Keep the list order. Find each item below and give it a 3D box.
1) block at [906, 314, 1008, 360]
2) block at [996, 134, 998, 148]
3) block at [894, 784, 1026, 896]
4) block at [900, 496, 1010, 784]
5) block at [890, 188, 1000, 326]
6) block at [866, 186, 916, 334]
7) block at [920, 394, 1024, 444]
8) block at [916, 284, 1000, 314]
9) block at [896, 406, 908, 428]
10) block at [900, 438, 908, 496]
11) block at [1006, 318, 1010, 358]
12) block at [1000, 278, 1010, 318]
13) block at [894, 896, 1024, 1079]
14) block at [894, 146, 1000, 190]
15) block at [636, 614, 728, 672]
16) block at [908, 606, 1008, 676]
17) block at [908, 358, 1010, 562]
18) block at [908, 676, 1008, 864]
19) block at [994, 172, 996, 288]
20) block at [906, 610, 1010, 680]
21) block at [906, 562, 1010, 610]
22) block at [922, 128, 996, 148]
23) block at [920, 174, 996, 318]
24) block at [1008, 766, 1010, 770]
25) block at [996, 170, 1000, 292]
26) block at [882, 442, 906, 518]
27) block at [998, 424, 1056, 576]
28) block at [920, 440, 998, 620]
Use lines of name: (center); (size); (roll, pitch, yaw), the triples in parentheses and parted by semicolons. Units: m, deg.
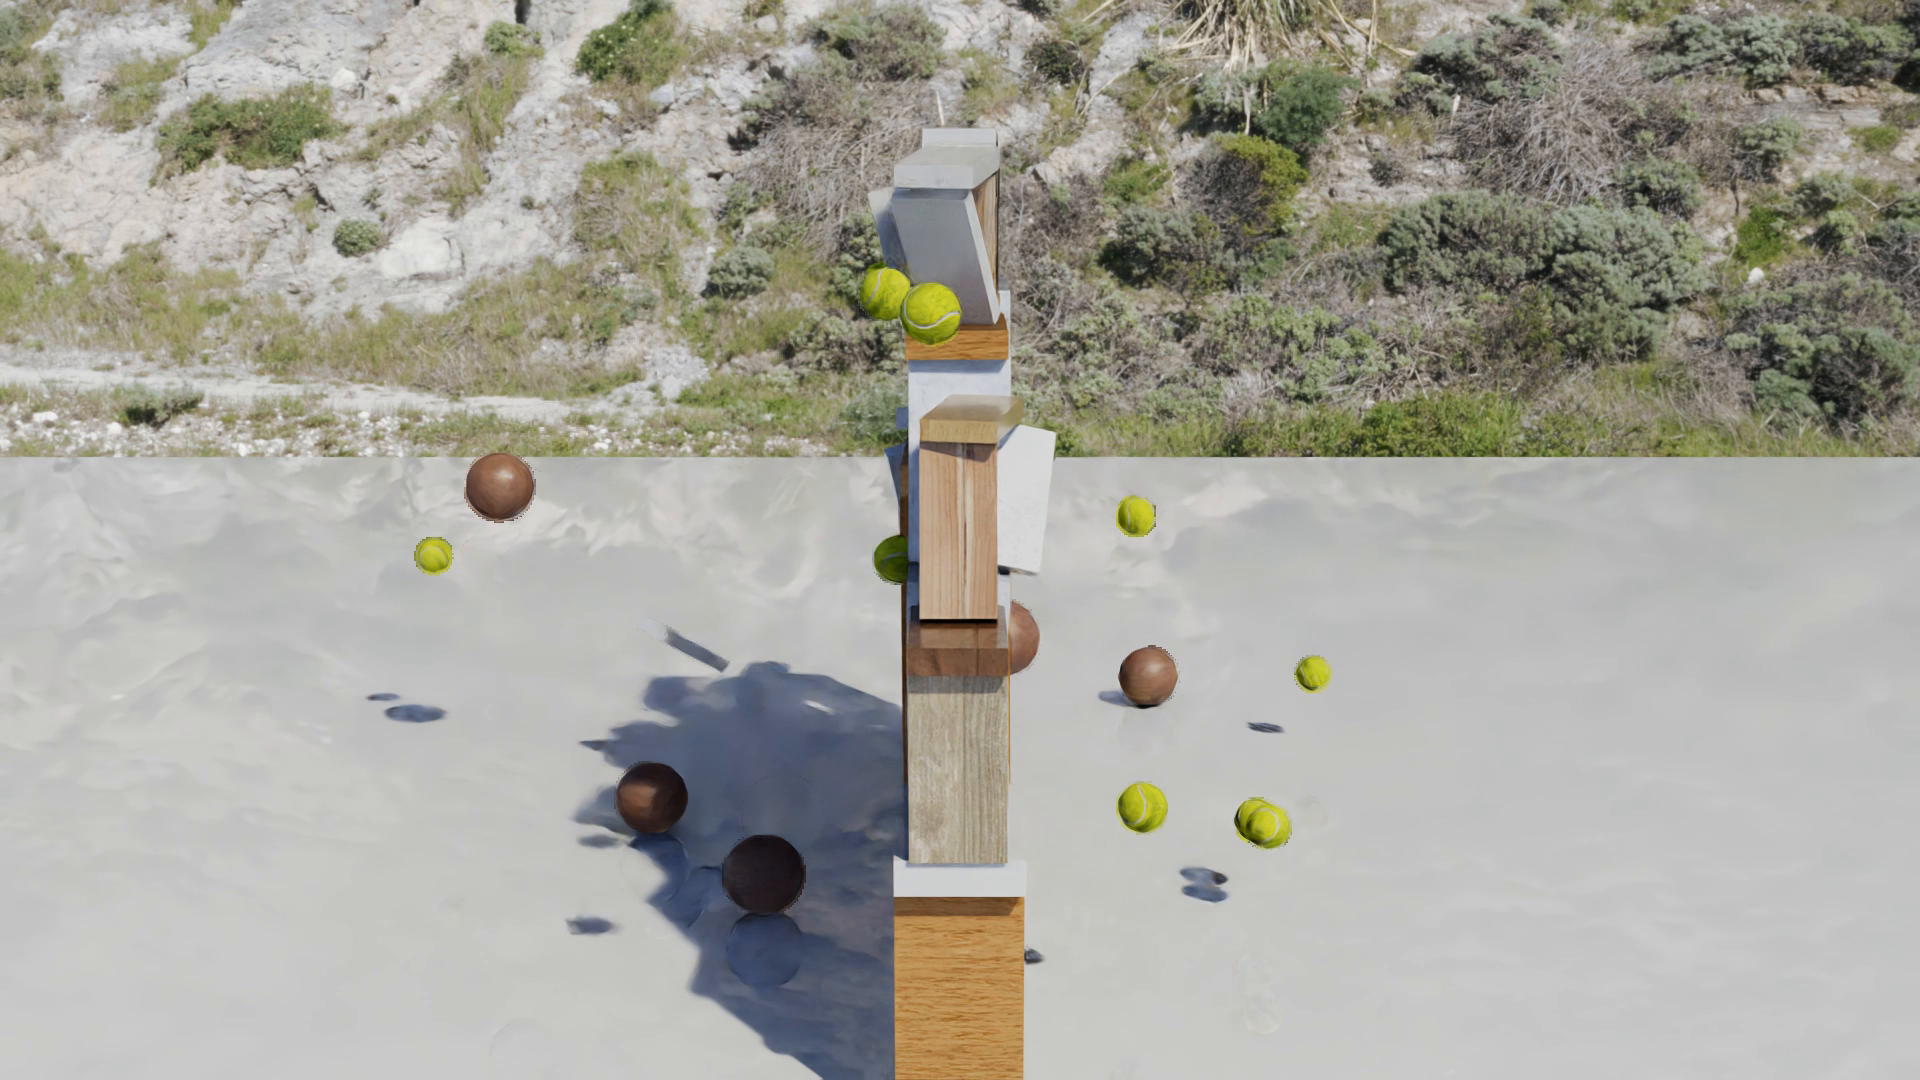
block: (-0.004, -0.284, 3.063); (0.136, 0.039, 0.273); (0, 10, 0)
block: (-0.001, -0.685, 3.777); (0.117, 0.033, 0.235); (-1, 12, -2)
block: (-0.001, 0.386, 2.860); (0.162, 0.046, 0.325); (0, 11, 0)
block: (-0.007, 0.160, 3.606); (0.176, 0.488, 0.050); (0, 11, 0)
block: (-0.018, -0.382, 2.961); (0.105, 0.210, 0.030); (4, 46, 20)
block: (-0.082, -0.456, 3.548); (0.079, 0.232, 0.022); (-15, 12, -4)
block: (0.017, -0.157, 2.825); (0.097, 0.028, 0.194); (3, 13, 11)
block: (-0.003, -0.367, 3.381); (0.123, 0.035, 0.247); (0, 11, 0)
block: (-0.030, -0.242, 4.314); (0.143, 0.040, 0.285); (0, 4, 9)
block: (-0.005, -0.125, 3.674); (0.176, 0.050, 0.352); (0, 10, 1)
block: (0.004, -0.207, 3.879); (0.167, 0.380, 0.047); (0, 12, 0)
block: (0.002, -0.434, 3.928); (0.167, 0.047, 0.334); (0, 11, 0)
block: (-0.001, 0.589, 2.787); (0.162, 0.325, 0.046); (0, 11, 0)
block: (-0.016, -0.502, 2.956); (0.105, 0.030, 0.210); (3, 17, 10)
block: (-0.542, 0.204, 4.297); (0.090, 0.026, 0.181); (23, -8, 43)
block: (-0.003, 0.124, 2.733); (0.121, 0.034, 0.241); (0, 10, 0)
block: (-0.001, -0.107, 2.960); (0.136, 0.273, 0.039); (0, -6, 0)
block: (-0.002, 0.273, 2.681); (0.121, 0.241, 0.034); (0, 11, 0)
block: (-0.001, -0.469, 3.251); (0.107, 0.214, 0.030); (0, 11, 0)
block: (-0.003, 0.215, 2.922); (0.134, 0.268, 0.038); (0, 12, 0)
block: (-0.001, 0.048, 2.979); (0.134, 0.038, 0.268); (0, 11, 0)
block: (-0.001, -0.602, 3.299); (0.107, 0.030, 0.214); (0, 11, 0)
block: (-0.005, -0.415, 3.085); (0.105, 0.210, 0.030); (-1, 27, -2)
block: (0.002, 0.329, 3.410); (0.142, 0.040, 0.283); (0, 11, 0)
block: (0.007, -0.471, 3.716); (0.117, 0.357, 0.033); (0, 15, 0)
block: (-0.047, -0.062, 4.243); (0.143, 0.285, 0.040); (-17, 29, -8)
block: (0.067, -0.057, 2.909); (0.097, 0.194, 0.028); (12, -15, -16)
block: (-0.002, -0.013, 2.761); (0.097, 0.225, 0.028); (0, -5, 0)
